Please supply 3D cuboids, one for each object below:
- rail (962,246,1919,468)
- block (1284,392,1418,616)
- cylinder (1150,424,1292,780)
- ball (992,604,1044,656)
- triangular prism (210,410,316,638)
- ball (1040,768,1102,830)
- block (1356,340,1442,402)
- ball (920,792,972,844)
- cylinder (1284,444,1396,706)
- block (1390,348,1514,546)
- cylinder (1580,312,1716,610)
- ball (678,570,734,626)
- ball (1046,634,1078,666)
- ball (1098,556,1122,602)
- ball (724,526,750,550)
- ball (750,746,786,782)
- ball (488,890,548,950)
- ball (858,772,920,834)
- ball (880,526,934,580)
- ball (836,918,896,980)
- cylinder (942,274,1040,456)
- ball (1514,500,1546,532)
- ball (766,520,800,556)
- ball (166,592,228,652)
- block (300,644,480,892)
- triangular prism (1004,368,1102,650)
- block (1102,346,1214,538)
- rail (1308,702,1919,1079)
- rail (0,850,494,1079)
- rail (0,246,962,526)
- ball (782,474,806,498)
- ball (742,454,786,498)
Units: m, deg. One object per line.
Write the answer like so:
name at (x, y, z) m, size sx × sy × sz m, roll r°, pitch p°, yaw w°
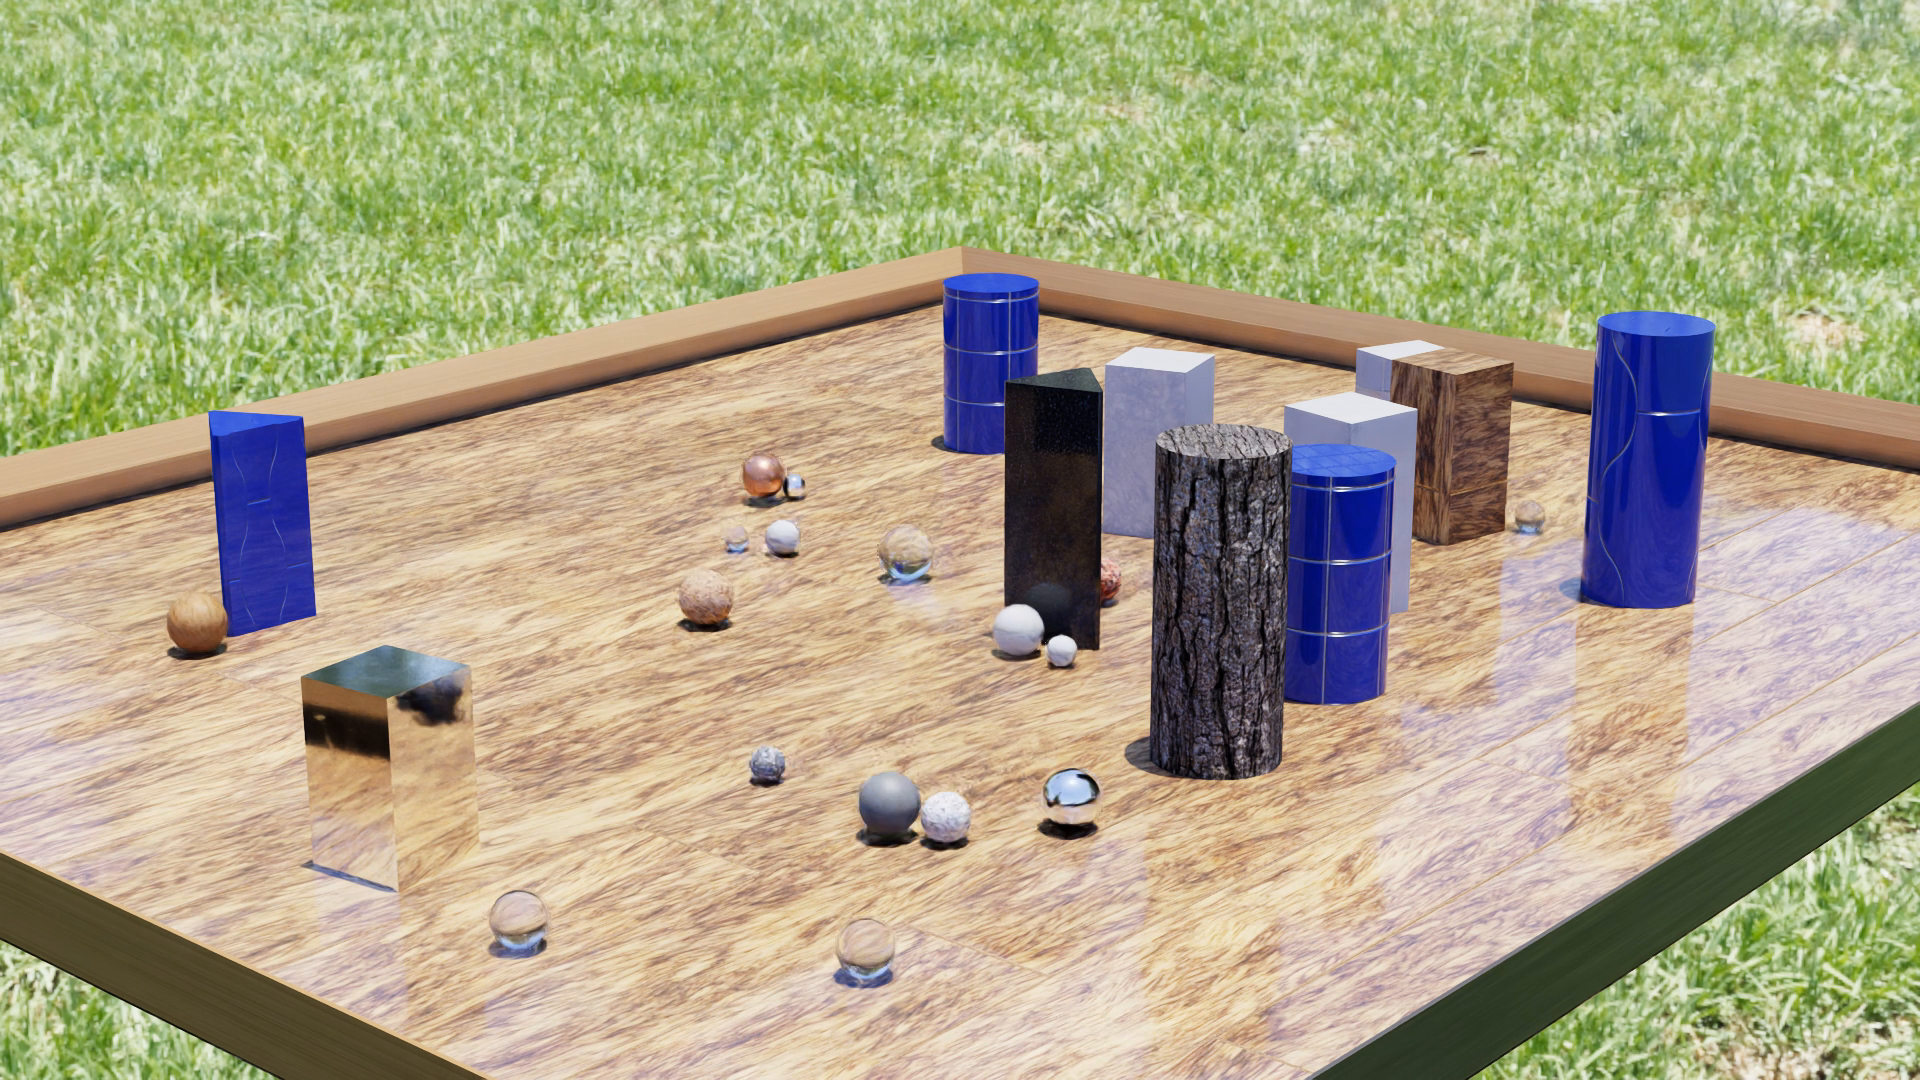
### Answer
rail at (1.228, -0.376, 6.475) m, size 3.288 × 0.129 × 0.045 m, roll 14°, pitch 22°, yaw 39°
block at (0.661, -0.054, 5.012) m, size 0.158 × 0.357 × 0.158 m, roll -13°, pitch 21°, yaw -36°
cylinder at (0.382, 0.090, 4.310) m, size 0.198 × 0.487 × 0.198 m, roll 0°, pitch 17°, yaw 0°
ball at (0.096, 0.147, 4.818) m, size 0.085 × 0.085 × 0.085 m, roll 0°, pitch 17°, yaw 0°
triangular prism at (-1.216, -0.037, 4.970) m, size 0.148 × 0.349 × 0.171 m, roll 16°, pitch 23°, yaw 42°
ball at (0.155, 0.363, 4.100) m, size 0.087 × 0.087 × 0.087 m, roll 0°, pitch 17°, yaw 0°
block at (0.902, -0.256, 5.872) m, size 0.158 × 0.248 × 0.158 m, roll -9°, pitch 19°, yaw -28°
ball at (-0.019, 0.384, 4.056) m, size 0.072 × 0.072 × 0.072 m, roll 0°, pitch 17°, yaw 0°
cylinder at (0.582, 0.053, 4.632) m, size 0.198 × 0.372 × 0.198 m, roll 0°, pitch 17°, yaw 0°
block at (0.912, -0.176, 5.475) m, size 0.158 × 0.325 × 0.158 m, roll -13°, pitch 21°, yaw -37°
cylinder at (1.190, -0.139, 5.081) m, size 0.198 × 0.482 × 0.198 m, roll 0°, pitch 17°, yaw 0°
ball at (-0.430, 0.098, 4.965) m, size 0.094 × 0.094 × 0.094 m, roll 0°, pitch 17°, yaw 0°
ball at (0.166, 0.180, 4.767) m, size 0.051 × 0.051 × 0.051 m, roll 0°, pitch 17°, yaw 0°
ball at (0.239, 0.068, 5.085) m, size 0.083 × 0.083 × 0.083 m, roll 0°, pitch 17°, yaw 0°
ball at (-0.410, -0.003, 5.383) m, size 0.047 × 0.047 × 0.047 m, roll 0°, pitch 17°, yaw 0°
ball at (-0.281, 0.326, 4.278) m, size 0.053 × 0.053 × 0.053 m, roll 0°, pitch 17°, yaw 0°
ball at (-0.560, 0.482, 3.723) m, size 0.076 × 0.076 × 0.076 m, roll 0°, pitch 17°, yaw 0°
ball at (-0.098, 0.365, 4.069) m, size 0.088 × 0.088 × 0.088 m, roll 0°, pitch 17°, yaw 0°
ball at (-0.095, 0.022, 5.209) m, size 0.098 × 0.098 × 0.098 m, roll 0°, pitch 17°, yaw 0°
ball at (-0.117, 0.507, 3.639) m, size 0.075 × 0.075 × 0.075 m, roll 0°, pitch 17°, yaw 0°
cylinder at (0.064, -0.366, 6.077) m, size 0.198 × 0.341 × 0.198 m, roll 0°, pitch 17°, yaw 0°
ball at (1.069, -0.044, 5.496) m, size 0.060 × 0.060 × 0.060 m, roll 0°, pitch 17°, yaw 0°
ball at (-0.325, -0.004, 5.357) m, size 0.063 × 0.063 × 0.063 m, roll 0°, pitch 17°, yaw 0°
ball at (-1.257, 0.136, 4.832) m, size 0.099 × 0.099 × 0.099 m, roll 0°, pitch 17°, yaw 0°
block at (-0.768, 0.306, 3.962) m, size 0.158 × 0.274 × 0.158 m, roll 11°, pitch 20°, yaw 32°
triangular prism at (0.181, -0.058, 4.883) m, size 0.171 × 0.440 × 0.148 m, roll 8°, pitch 18°, yaw 24°
block at (0.372, -0.181, 5.493) m, size 0.158 × 0.323 × 0.158 m, roll 7°, pitch 18°, yaw 23°
rail at (1.223, 0.339, 4.103) m, size 0.045 × 0.129 × 3.795 m, roll 14°, pitch 22°, yaw 39°
rail at (-1.228, 0.440, 3.765) m, size 3.288 × 0.129 × 0.045 m, roll 14°, pitch 22°, yaw 39°
rail at (-1.223, -0.274, 6.137) m, size 0.045 × 0.129 × 3.795 m, roll 14°, pitch 22°, yaw 39°
ball at (-0.324, -0.104, 5.715) m, size 0.049 × 0.049 × 0.049 m, roll 0°, pitch 17°, yaw 0°
ball at (-0.381, -0.123, 5.681) m, size 0.084 × 0.084 × 0.084 m, roll 0°, pitch 17°, yaw 0°
